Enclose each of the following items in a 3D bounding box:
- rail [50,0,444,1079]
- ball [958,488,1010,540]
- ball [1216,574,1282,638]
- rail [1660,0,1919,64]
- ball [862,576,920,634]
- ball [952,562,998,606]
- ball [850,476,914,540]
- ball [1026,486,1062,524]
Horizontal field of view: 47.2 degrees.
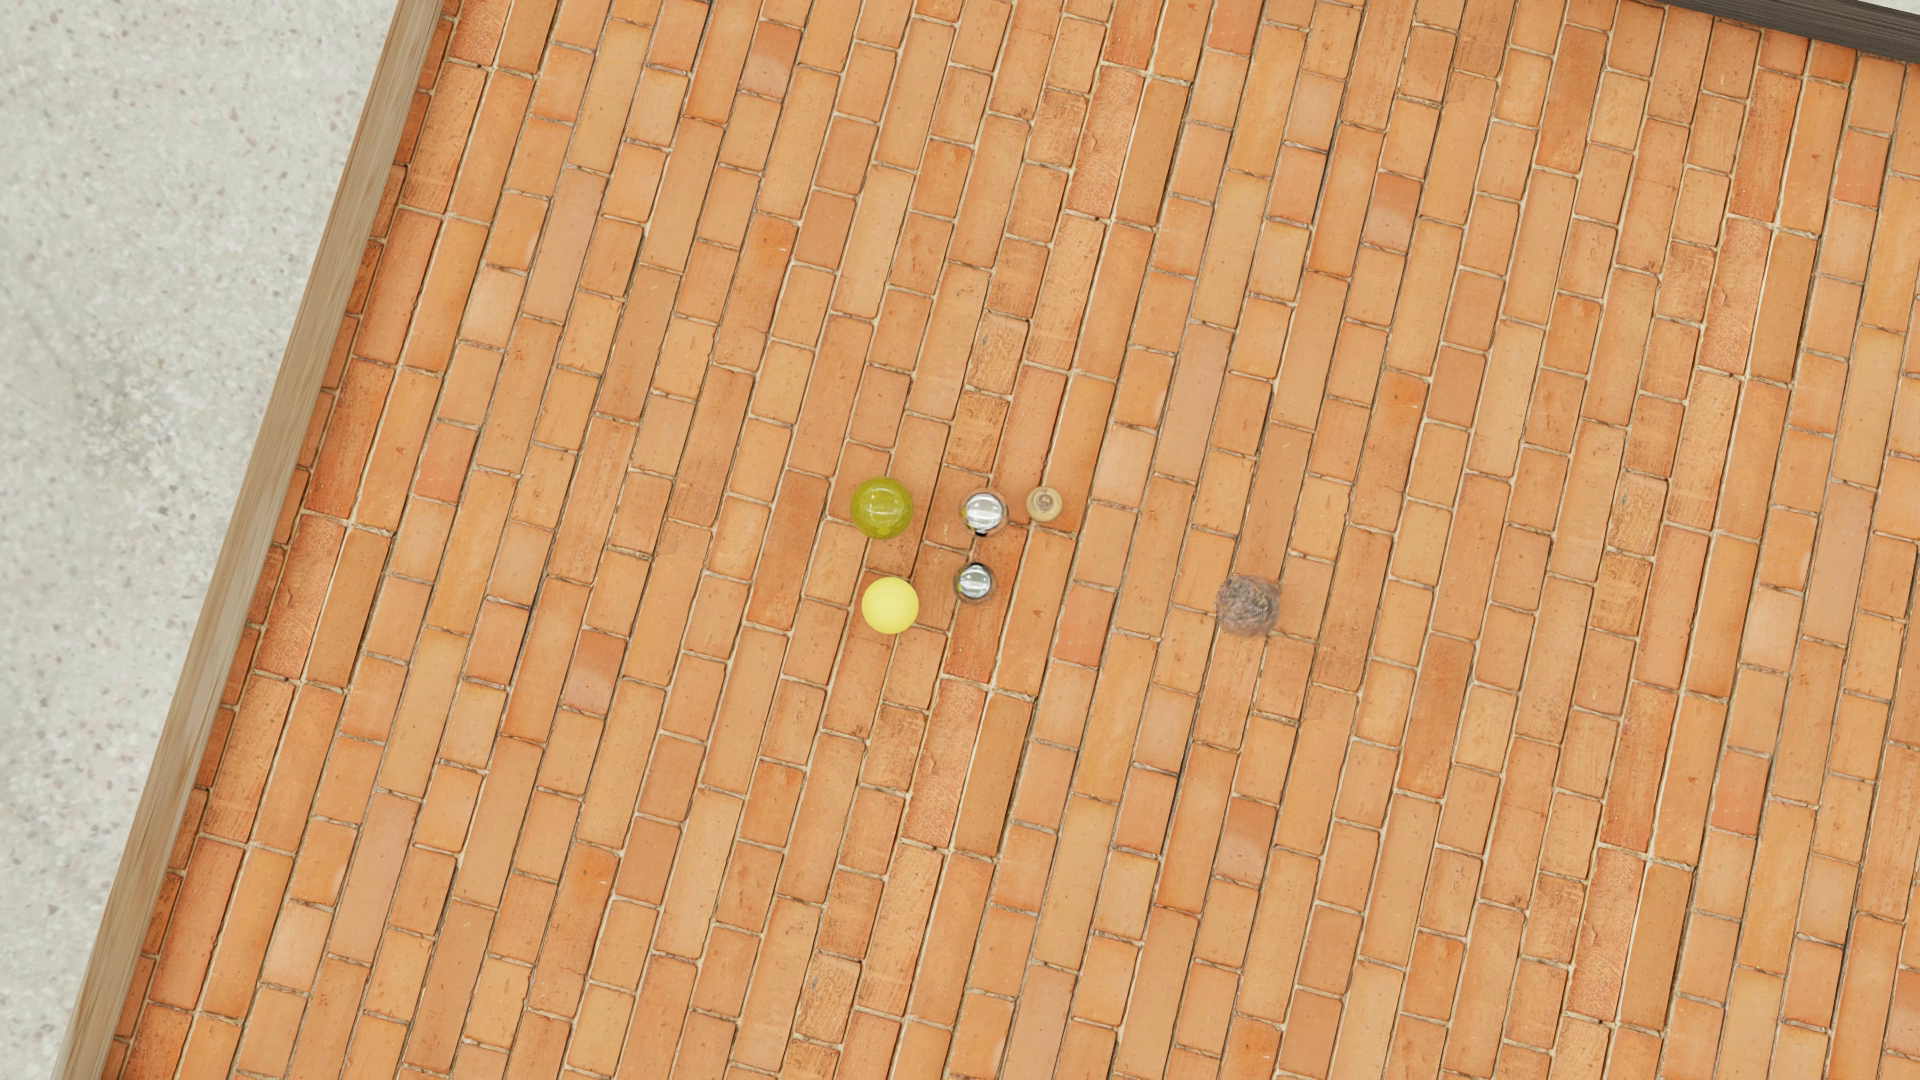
[{"bbox_3d":[-0.977,-0.253,3.303,0.045,0.125,2.269,14,80,3],"label":"rail"},{"bbox_3d":[0.035,-0.040,3.289,0.078,0.078,0.078,0,80,0],"label":"ball"},{"bbox_3d":[0.428,0.099,3.256,0.094,0.094,0.094,0,80,0],"label":"ball"},{"bbox_3d":[1.277,-0.809,3.403,4.130,0.125,0.045,14,80,3],"label":"rail"},{"bbox_3d":[-0.103,0.097,3.261,0.085,0.085,0.085,0,80,0],"label":"ball"},{"bbox_3d":[0.022,0.065,3.276,0.067,0.067,0.067,0,80,0],"label":"ball"},{"bbox_3d":[-0.116,-0.048,3.281,0.096,0.096,0.096,0,80,0],"label":"ball"},{"bbox_3d":[0.126,-0.053,3.303,0.056,0.056,0.056,0,80,0],"label":"ball"}]
